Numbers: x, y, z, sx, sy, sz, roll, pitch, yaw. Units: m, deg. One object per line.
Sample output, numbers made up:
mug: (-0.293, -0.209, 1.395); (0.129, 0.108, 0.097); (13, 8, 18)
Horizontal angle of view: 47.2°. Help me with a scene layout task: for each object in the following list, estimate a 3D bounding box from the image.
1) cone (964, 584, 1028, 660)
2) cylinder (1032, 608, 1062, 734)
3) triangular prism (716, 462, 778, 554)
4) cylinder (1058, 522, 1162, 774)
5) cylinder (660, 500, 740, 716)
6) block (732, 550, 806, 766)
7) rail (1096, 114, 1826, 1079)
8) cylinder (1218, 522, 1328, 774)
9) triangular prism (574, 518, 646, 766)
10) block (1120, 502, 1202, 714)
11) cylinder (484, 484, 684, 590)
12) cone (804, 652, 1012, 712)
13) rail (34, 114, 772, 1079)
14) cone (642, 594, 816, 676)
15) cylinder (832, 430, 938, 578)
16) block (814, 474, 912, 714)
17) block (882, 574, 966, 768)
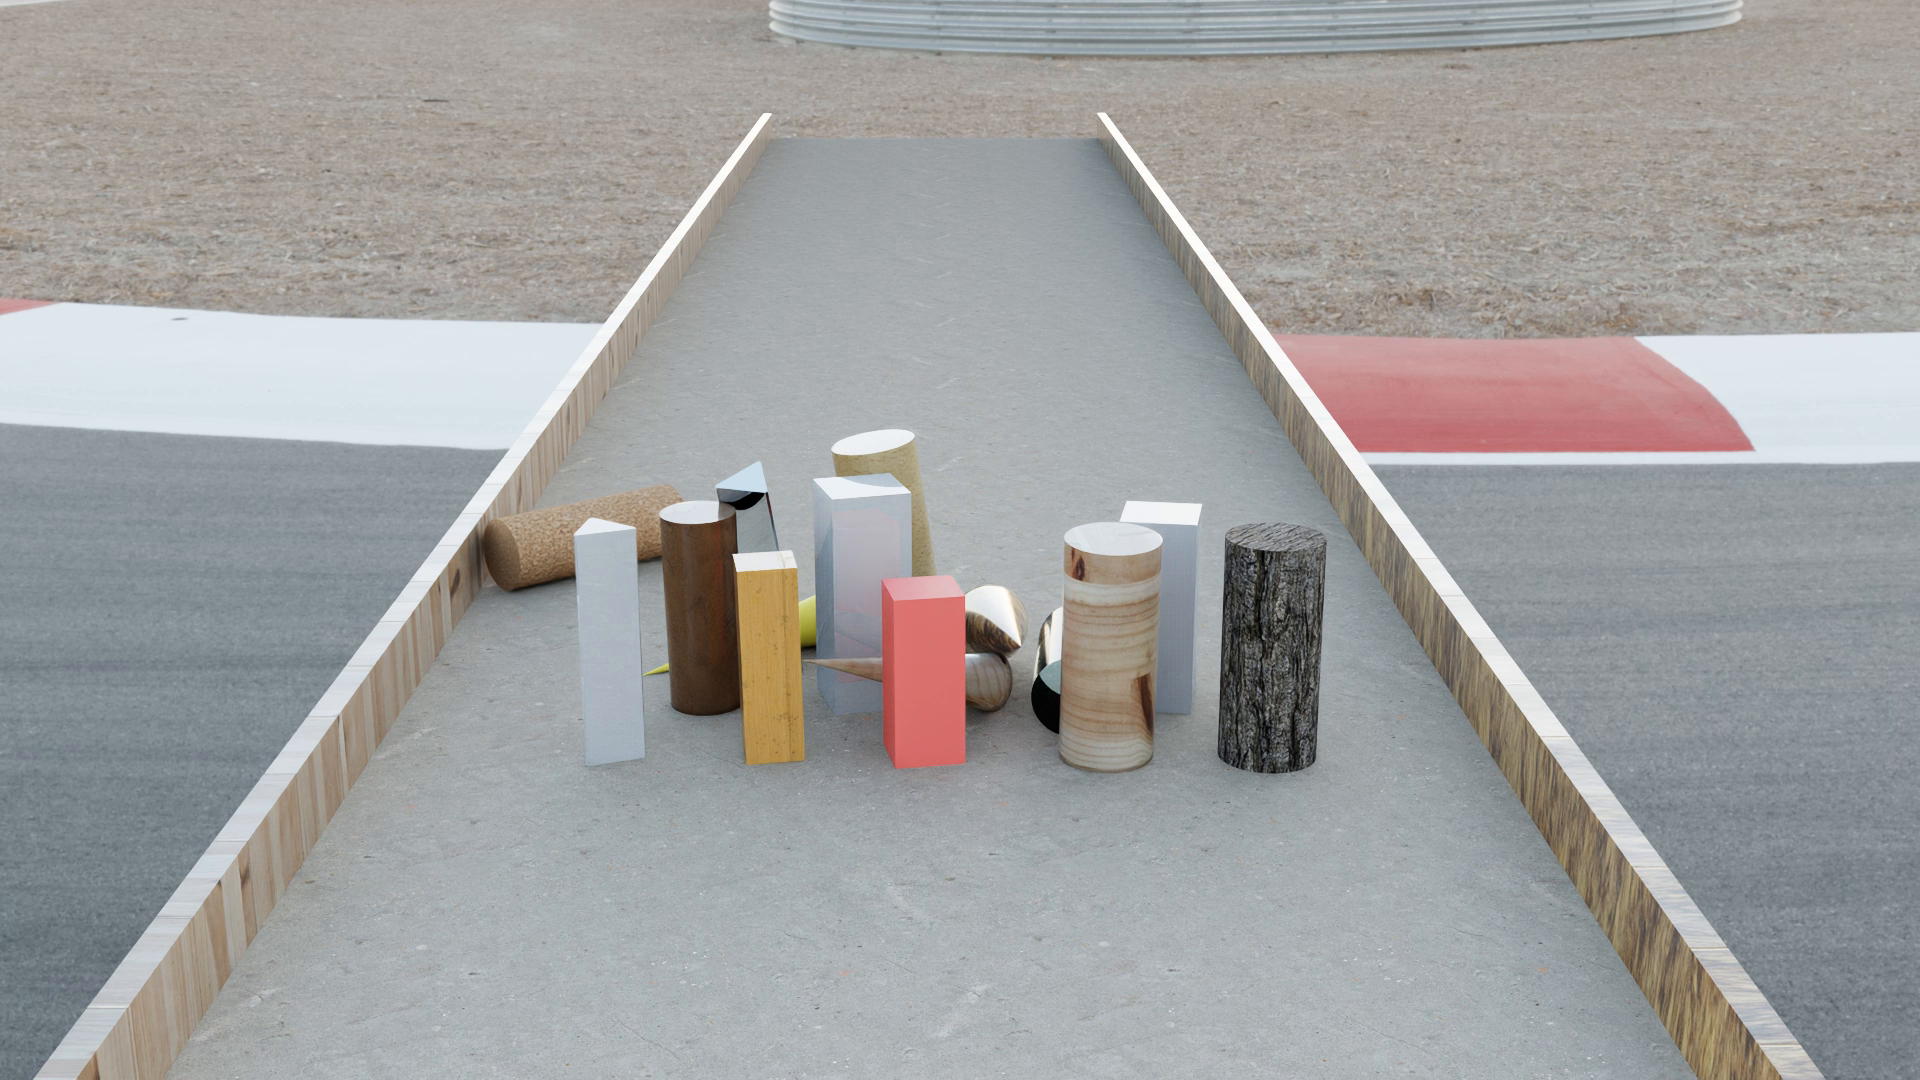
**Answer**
cone: (0.084, 0.180, 4.166); (0.158, 0.158, 0.454); (-2, 3, -6)
cylinder: (0.218, 0.242, 4.143); (0.154, 0.154, 0.310); (1, 17, 4)
triangular prism: (-0.370, 0.054, 4.259); (0.104, 0.443, 0.090); (6, 39, 18)
cylinder: (0.262, 0.189, 3.862); (0.169, 0.407, 0.169); (0, 20, 0)
cylinder: (-0.482, 0.128, 4.126); (0.141, 0.378, 0.141); (-1, 18, 0)
block: (-0.338, 0.208, 3.894); (0.104, 0.359, 0.104); (-4, 17, -9)
rail: (0.932, -0.844, 7.801); (0.050, 0.150, 12.000); (0, 17, -1)
cylinder: (0.549, 0.189, 3.877); (0.175, 0.407, 0.175); (0, 17, 0)
triangular prism: (-0.629, 0.177, 3.885); (0.108, 0.425, 0.094); (-7, 18, -23)
block: (0.375, 0.127, 4.153); (0.142, 0.370, 0.142); (3, 17, 9)
cylinder: (-0.841, -0.009, 4.976); (0.444, 0.160, 0.160); (-14, 22, -39)
cone: (-0.109, 0.239, 4.001); (0.440, 0.114, 0.114); (9, 8, -38)
rail: (-1.118, -0.838, 7.780); (0.050, 0.150, 12.000); (0, 17, -1)
cone: (-0.439, 0.210, 4.422); (0.448, 0.113, 0.113); (-17, 22, -26)
cylinder: (-0.136, 0.020, 4.344); (0.164, 0.446, 0.164); (-8, 18, 3)
block: (-0.183, 0.100, 4.153); (0.150, 0.420, 0.150); (-5, 17, -16)
block: (-0.065, 0.233, 3.898); (0.126, 0.311, 0.126); (-3, 17, -11)
